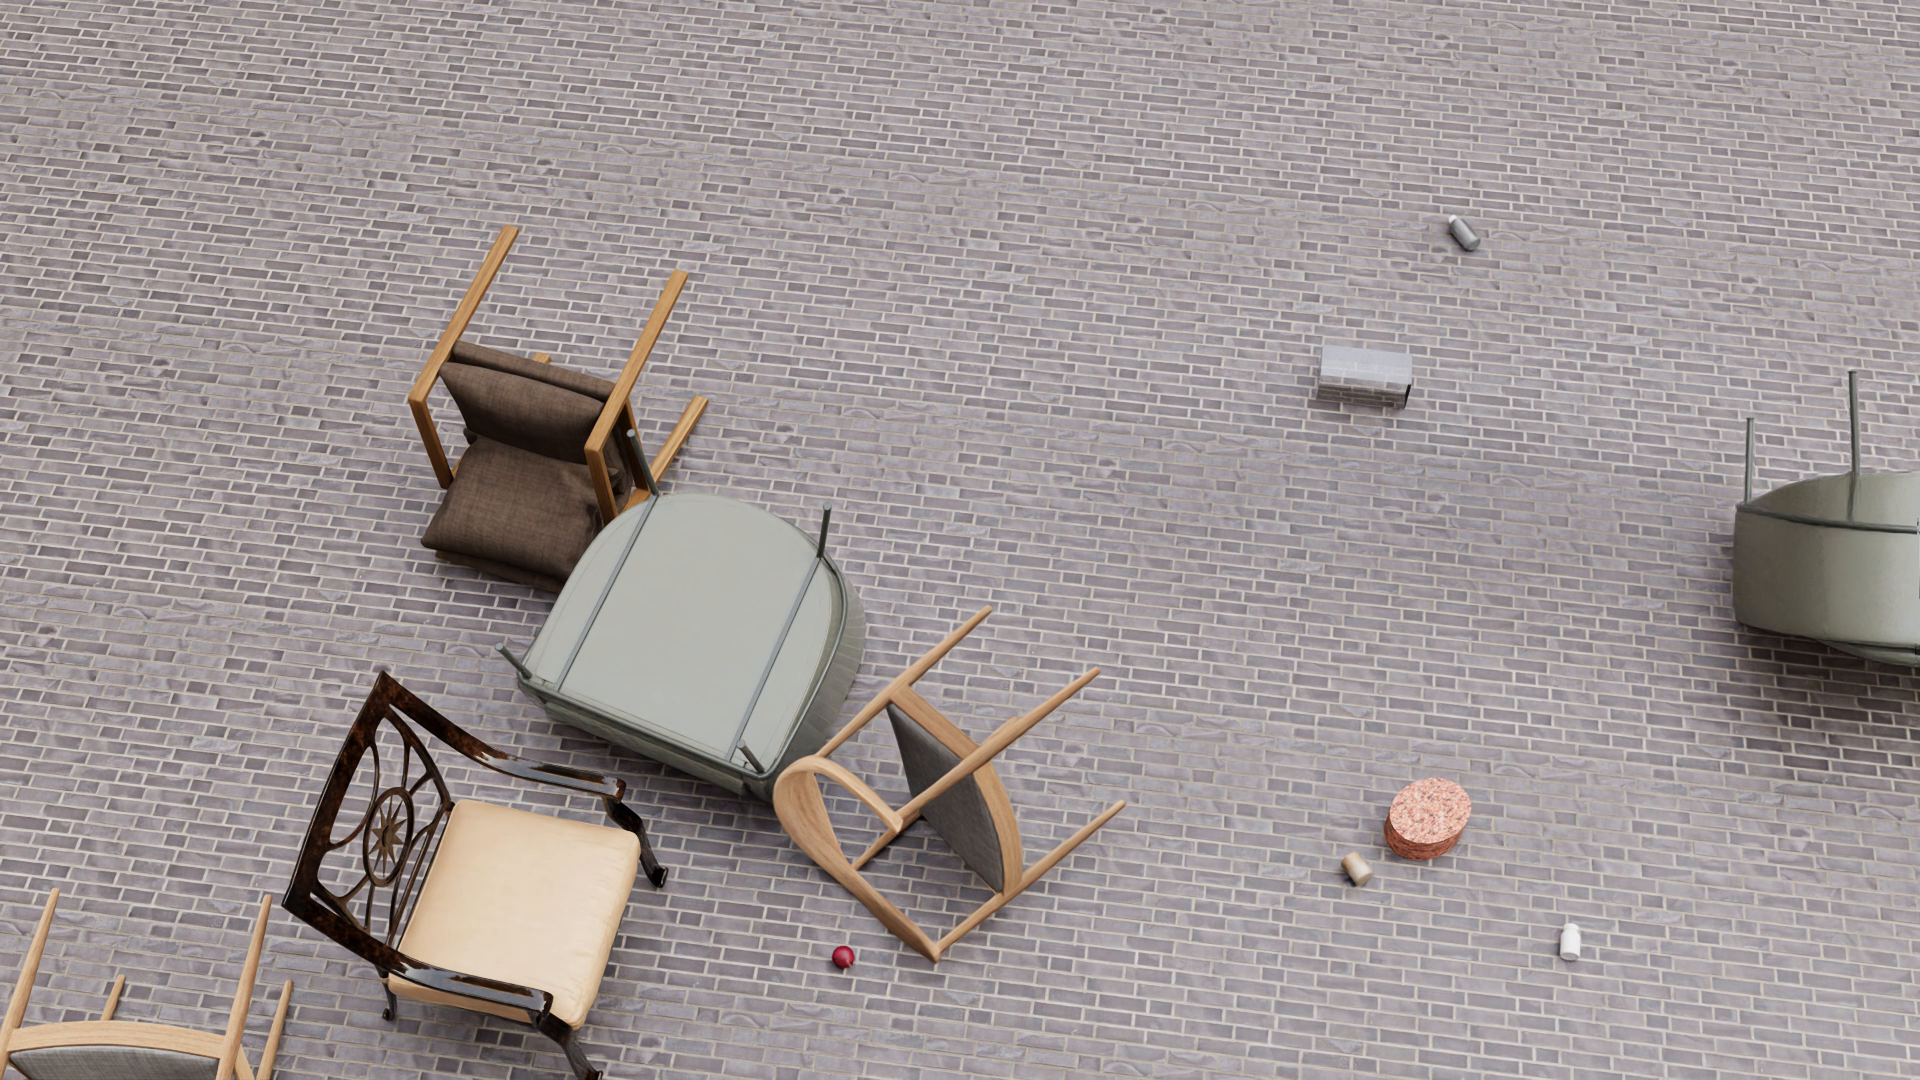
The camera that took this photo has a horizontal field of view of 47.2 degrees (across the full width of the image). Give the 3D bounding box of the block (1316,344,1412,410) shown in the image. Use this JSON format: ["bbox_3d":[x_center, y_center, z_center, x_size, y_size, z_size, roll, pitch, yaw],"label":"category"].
[{"bbox_3d":[1.256,-0.507,6.839,0.277,0.125,0.120,7,56,4],"label":"block"}]

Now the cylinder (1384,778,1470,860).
[{"bbox_3d":[1.274,0.761,6.000,0.235,0.105,0.184,-25,60,-16],"label":"cylinder"}]

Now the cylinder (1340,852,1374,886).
[{"bbox_3d":[1.073,0.888,5.944,0.057,0.056,0.072,7,40,-52],"label":"cylinder"}]
